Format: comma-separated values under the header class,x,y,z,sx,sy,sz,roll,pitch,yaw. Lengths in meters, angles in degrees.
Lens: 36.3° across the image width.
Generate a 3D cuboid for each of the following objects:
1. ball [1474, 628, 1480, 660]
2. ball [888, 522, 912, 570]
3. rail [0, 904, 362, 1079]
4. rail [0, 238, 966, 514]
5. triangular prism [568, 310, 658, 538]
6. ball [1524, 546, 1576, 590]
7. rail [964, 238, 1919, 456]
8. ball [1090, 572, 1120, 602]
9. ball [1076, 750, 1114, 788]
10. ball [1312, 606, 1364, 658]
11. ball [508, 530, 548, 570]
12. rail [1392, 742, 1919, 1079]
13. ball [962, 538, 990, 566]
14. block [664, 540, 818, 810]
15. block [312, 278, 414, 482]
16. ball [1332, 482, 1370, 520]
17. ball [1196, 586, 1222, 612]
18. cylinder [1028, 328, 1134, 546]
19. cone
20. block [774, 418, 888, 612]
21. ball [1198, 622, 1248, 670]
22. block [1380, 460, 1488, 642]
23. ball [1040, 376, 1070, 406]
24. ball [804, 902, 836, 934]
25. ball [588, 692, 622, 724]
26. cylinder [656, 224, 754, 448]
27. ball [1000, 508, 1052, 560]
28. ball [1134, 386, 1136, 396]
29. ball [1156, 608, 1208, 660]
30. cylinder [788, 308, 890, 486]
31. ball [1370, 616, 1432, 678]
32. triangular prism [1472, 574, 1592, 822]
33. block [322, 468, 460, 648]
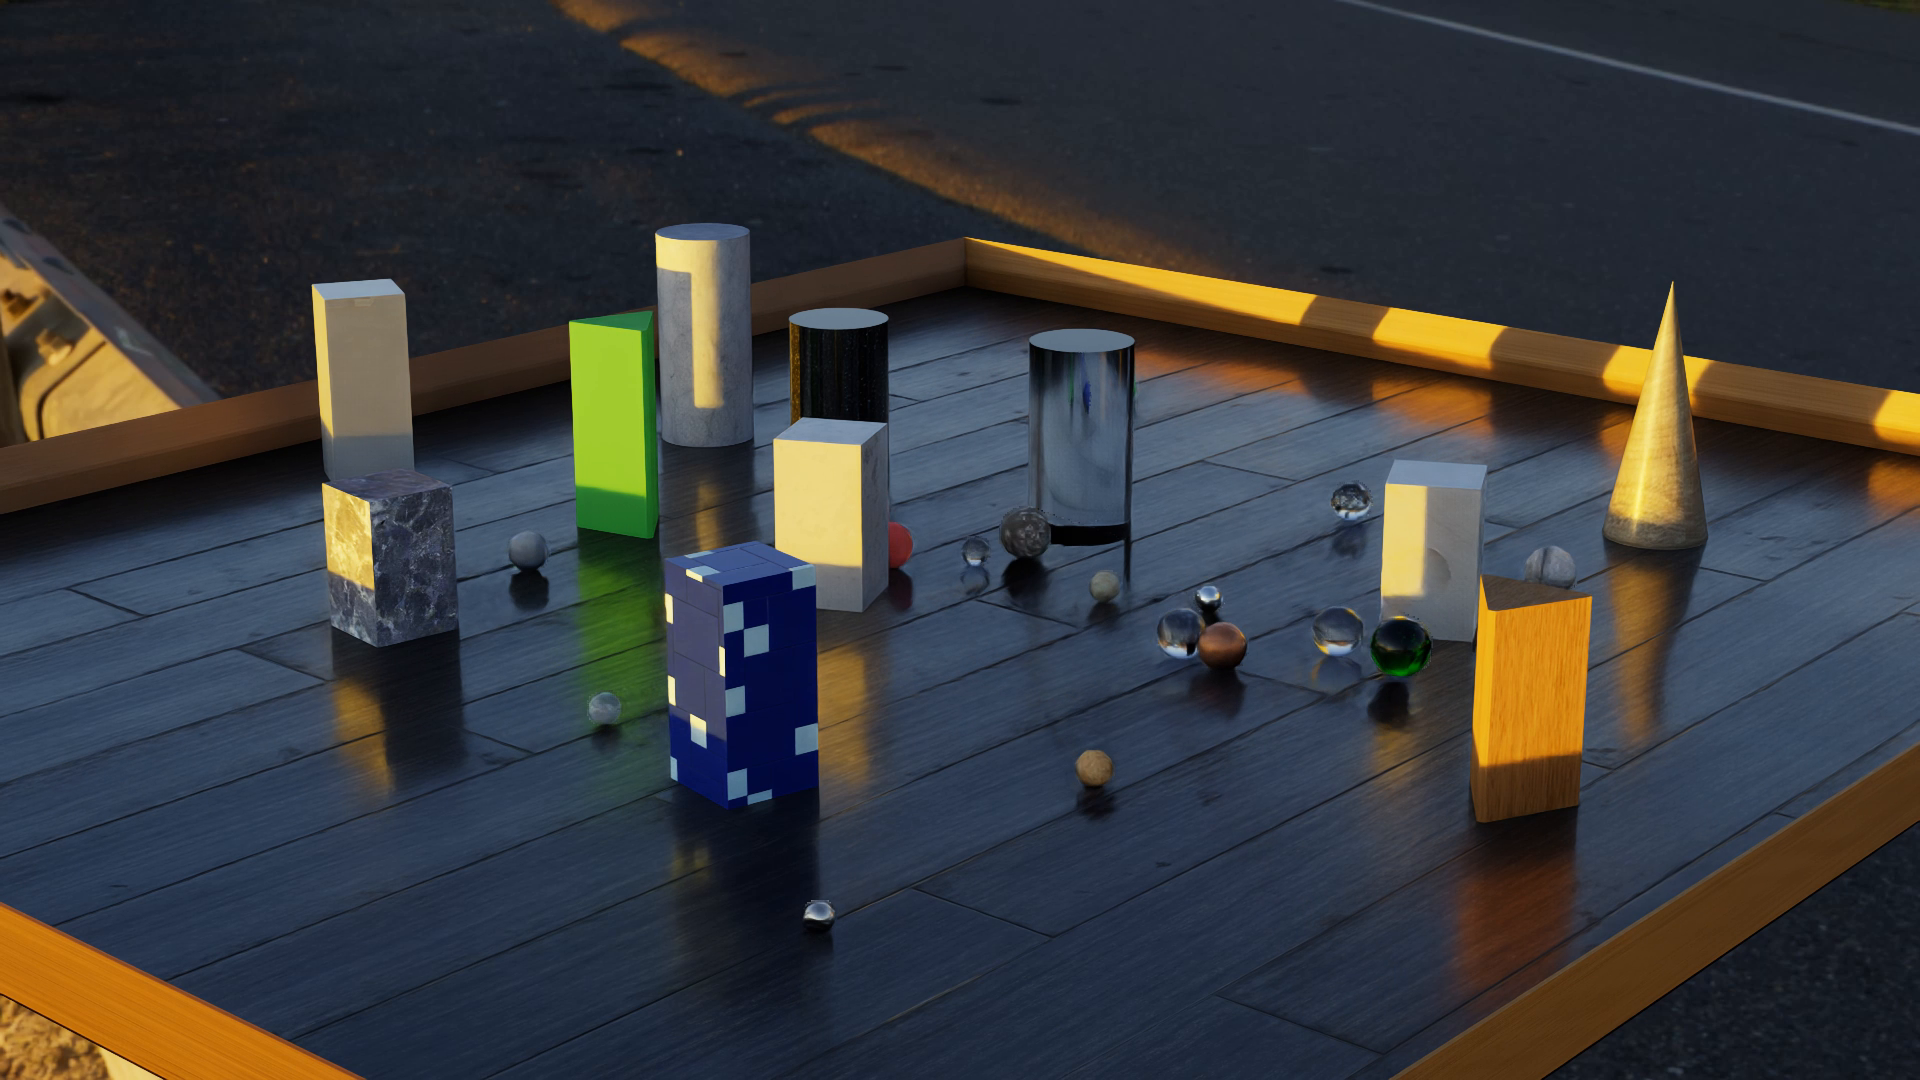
class,x,y,z,sx,sy,sz,roll,pitch,yaw
ball,0.874,0.170,4.725,0.092,0.092,0.092,0,17,0
ball,-0.127,0.010,5.267,0.086,0.086,0.086,0,17,0
rail,-1.288,0.460,3.700,3.422,0.126,0.045,14,22,39
rail,-1.274,-0.288,6.179,0.045,0.126,3.975,14,22,39
triangular prism,-0.615,-0.222,5.499,0.168,0.395,0.146,9,19,27
ball,1.028,0.056,5.106,0.090,0.090,0.090,0,17,0
rail,1.288,-0.397,6.540,3.422,0.126,0.045,14,22,39
ball,0.251,0.081,5.087,0.053,0.053,0.053,0,17,0
ball,0.195,0.331,4.254,0.055,0.055,0.055,0,17,0
ball,0.619,0.150,4.804,0.085,0.085,0.085,0,17,0
ball,-0.774,0.020,5.258,0.072,0.072,0.072,0,17,0
rail,1.274,0.351,4.061,0.045,0.126,3.975,14,22,39
ball,0.028,0.022,5.287,0.051,0.051,0.051,0,17,0
block,-0.314,0.193,4.229,0.156,0.335,0.156,-12,21,-35
block,-1.182,-0.310,5.812,0.156,0.382,0.156,-6,18,-20
ball,0.742,-0.073,5.563,0.073,0.073,0.073,0,17,0
ball,0.427,0.101,5.032,0.046,0.046,0.046,0,17,0
cylinder,0.224,-0.192,5.450,0.194,0.366,0.194,0,17,0
cone,1.299,-0.242,5.411,0.194,0.485,0.194,0,17,0
block,-0.222,-0.045,5.084,0.156,0.297,0.156,5,17,15
ball,0.425,0.172,4.741,0.079,0.079,0.079,0,17,0
block,0.797,0.016,4.936,0.156,0.264,0.156,4,17,13
ball,0.209,-0.326,6.412,0.068,0.068,0.068,0,17,0
ball,-0.181,0.485,3.769,0.041,0.041,0.041,0,17,0
ball,-0.545,0.259,4.502,0.050,0.050,0.050,0,17,0
cylinder,-0.531,-0.428,6.116,0.194,0.434,0.194,0,17,0
ball,0.120,-0.011,5.324,0.092,0.092,0.092,0,17,0
ball,0.364,-0.329,6.455,0.049,0.049,0.049,0,17,0
ball,0.364,0.153,4.793,0.085,0.085,0.085,0,17,0
cylinder,-0.237,-0.271,5.765,0.194,0.336,0.194,0,17,0
ball,0.708,0.172,4.710,0.097,0.097,0.097,0,17,0
triangular prism,0.779,0.218,4.181,0.168,0.313,0.146,-7,18,-23
block,-0.956,0.027,4.924,0.156,0.250,0.156,-14,22,-39
